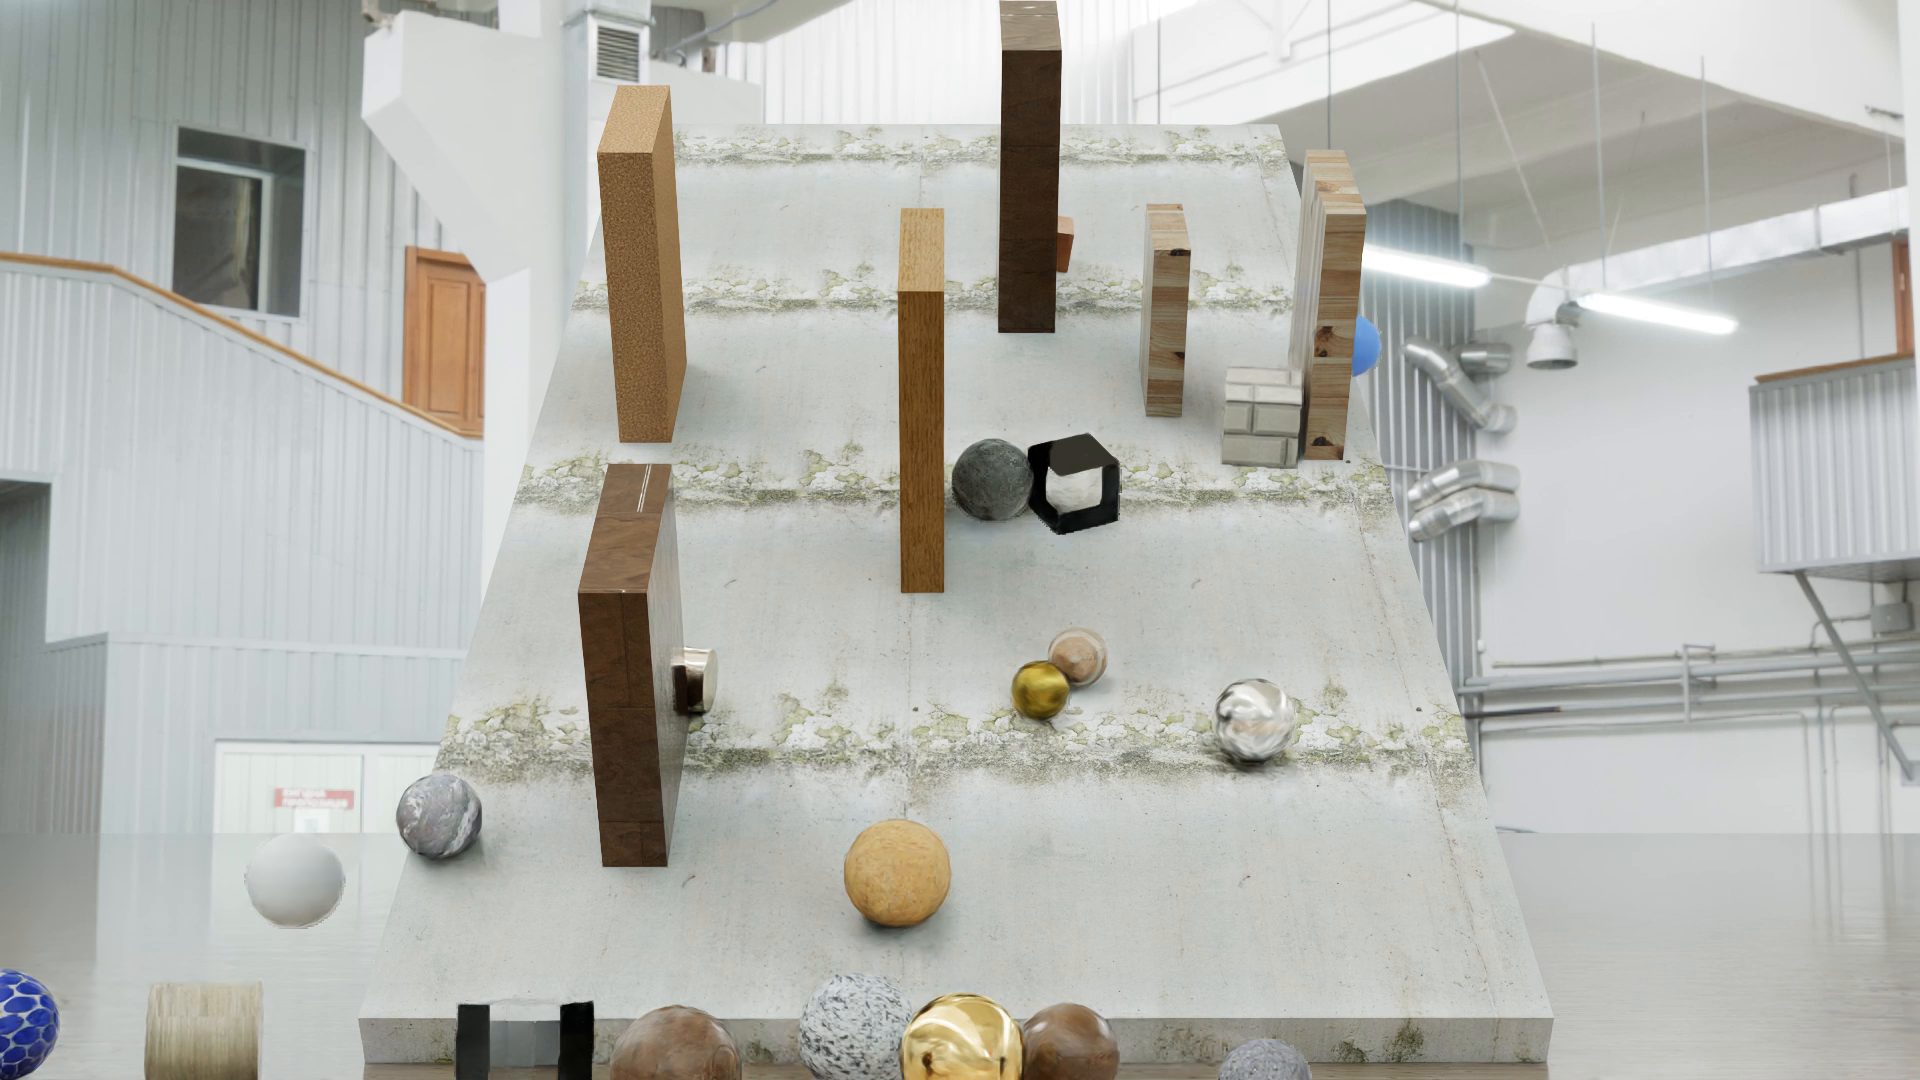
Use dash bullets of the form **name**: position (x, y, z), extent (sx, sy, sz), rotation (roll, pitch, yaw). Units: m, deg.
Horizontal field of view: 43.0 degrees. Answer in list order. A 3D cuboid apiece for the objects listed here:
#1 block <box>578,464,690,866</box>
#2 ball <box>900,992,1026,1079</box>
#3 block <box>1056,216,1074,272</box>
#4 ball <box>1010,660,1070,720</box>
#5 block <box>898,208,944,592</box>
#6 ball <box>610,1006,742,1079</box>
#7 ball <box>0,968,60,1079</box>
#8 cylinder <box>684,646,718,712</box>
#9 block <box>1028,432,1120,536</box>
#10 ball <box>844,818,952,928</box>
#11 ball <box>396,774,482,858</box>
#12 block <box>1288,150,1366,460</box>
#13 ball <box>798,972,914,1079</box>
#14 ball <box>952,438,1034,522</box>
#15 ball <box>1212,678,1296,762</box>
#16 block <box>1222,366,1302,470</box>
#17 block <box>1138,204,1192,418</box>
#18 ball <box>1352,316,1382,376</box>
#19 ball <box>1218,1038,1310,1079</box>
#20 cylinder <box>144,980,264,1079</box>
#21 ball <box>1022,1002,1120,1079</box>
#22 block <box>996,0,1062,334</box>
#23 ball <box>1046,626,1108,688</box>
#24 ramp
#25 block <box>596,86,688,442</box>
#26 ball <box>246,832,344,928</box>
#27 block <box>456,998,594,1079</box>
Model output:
- **block**: position (-0.588, 0.226, 4.445), extent (0.117, 0.588, 0.443), rotation (0, 31, 0)
- **ball**: position (0.004, 0.701, 3.304), extent (0.173, 0.173, 0.173), rotation (0, -7, 0)
- **block**: position (0.242, -0.805, 6.587), extent (0.113, 0.113, 0.113), rotation (7, 31, -4)
- **ball**: position (0.158, 0.295, 4.790), extent (0.116, 0.116, 0.116), rotation (0, -7, 0)
- **block**: position (-0.080, -0.296, 5.189), extent (0.092, 0.710, 0.408), rotation (0, 31, 0)
- **ball**: position (-0.363, 0.680, 3.111), extent (0.169, 0.169, 0.169), rotation (0, -7, 0)
- **ball**: position (-1.496, 0.757, 3.795), extent (0.175, 0.175, 0.175), rotation (0, -7, 0)
- **cylinder**: position (-0.555, 0.272, 4.812), extent (0.127, 0.127, 0.127), rotation (5, -6, 7)
- **block**: position (0.253, -0.126, 5.448), extent (0.151, 0.151, 0.151), rotation (-14, 34, -21)
- **ball**: position (-0.109, 0.581, 4.248), extent (0.189, 0.189, 0.189), rotation (0, -7, 0)
- **ball**: position (-0.942, 0.500, 4.410), extent (0.154, 0.154, 0.154), rotation (0, -7, 0)
- **block**: position (0.851, -0.550, 5.695), extent (0.089, 0.623, 0.372), rotation (0, 31, 0)
- **ball**: position (-0.153, 0.736, 3.631), extent (0.180, 0.180, 0.180), rotation (0, -7, 0)
- **ball**: position (0.073, -0.133, 5.428), extent (0.185, 0.185, 0.185), rotation (0, -7, 0)
- **ball**: position (0.562, 0.344, 4.670), extent (0.160, 0.160, 0.160), rotation (0, -7, 0)
- **block**: position (0.705, -0.287, 5.697), extent (0.172, 0.172, 0.172), rotation (4, 31, 6)
- **block**: position (0.492, -0.553, 5.874), extent (0.086, 0.441, 0.264), rotation (0, 31, 0)
- **ball**: position (0.966, -0.482, 6.035), extent (0.155, 0.155, 0.155), rotation (0, -7, 0)
- **ball**: position (0.395, 0.710, 3.167), extent (0.122, 0.122, 0.122), rotation (0, -7, 0)
- **cylinder**: position (-1.147, 0.754, 3.704), extent (0.162, 0.162, 0.162), rotation (2, -7, -14)
- **ball**: position (0.152, 0.732, 3.457), extent (0.147, 0.147, 0.147), rotation (0, -7, 0)
- **block**: position (0.171, -0.951, 6.219), extent (0.146, 0.759, 0.364), rotation (0, 31, 0)
- **ball**: position (0.236, 0.235, 4.882), extent (0.123, 0.123, 0.123), rotation (0, -7, 0)
- **ramp**: position (-0.014, -0.198, 5.806), extent (2.000, 0.100, 4.000), rotation (0, 31, 0)
- **block**: position (-0.744, -0.650, 5.744), extent (0.122, 0.732, 0.412), rotation (0, 31, 0)
- **ball**: position (-1.227, 0.627, 4.493), extent (0.174, 0.174, 0.174), rotation (0, -7, 0)
- **block**: position (-0.636, 0.748, 3.564), extent (0.140, 0.140, 0.140), rotation (-4, -8, 28)
